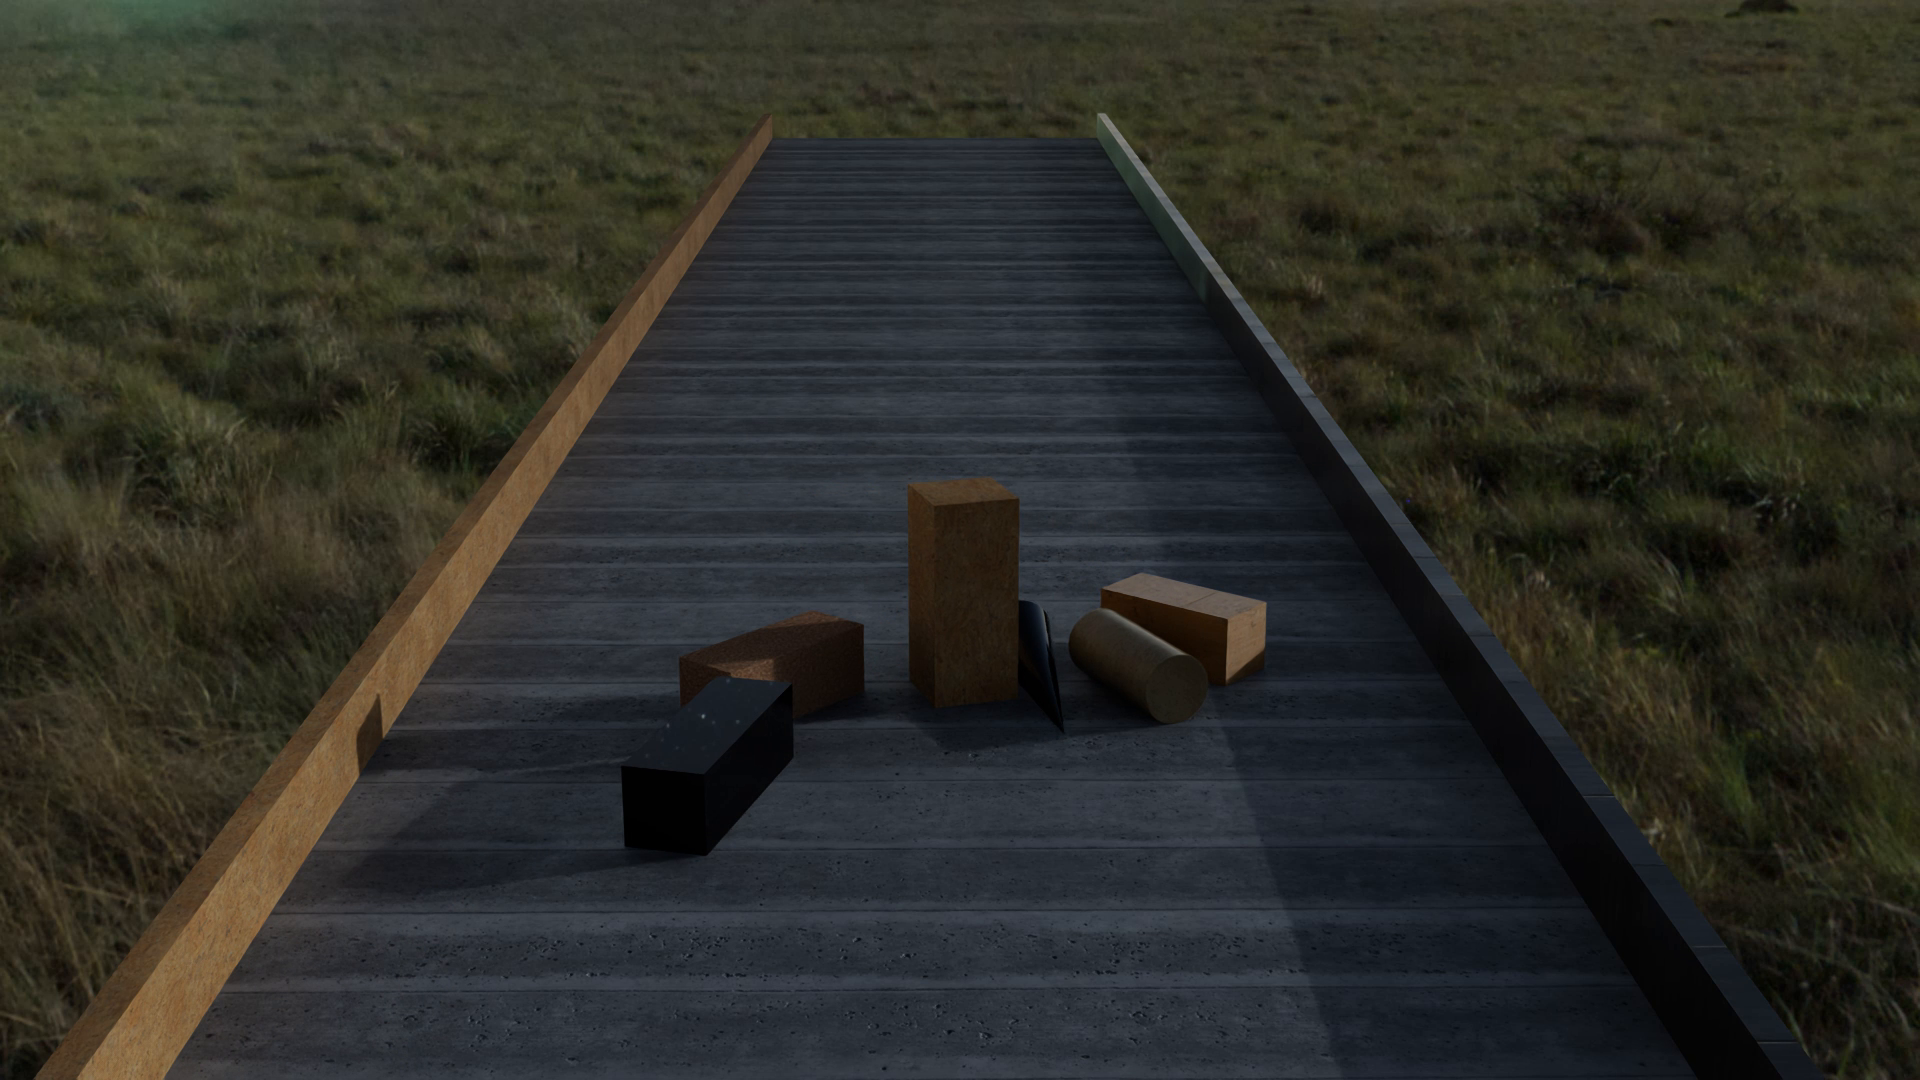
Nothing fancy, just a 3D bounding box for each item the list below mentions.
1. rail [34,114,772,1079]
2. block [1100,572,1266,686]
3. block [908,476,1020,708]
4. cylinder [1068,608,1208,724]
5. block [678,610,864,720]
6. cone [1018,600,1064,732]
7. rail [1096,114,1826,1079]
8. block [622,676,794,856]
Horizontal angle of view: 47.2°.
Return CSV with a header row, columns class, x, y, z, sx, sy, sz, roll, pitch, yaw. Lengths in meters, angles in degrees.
class,x,y,z,sx,sy,sz,roll,pitch,yaw
rail,-1.118,-0.838,7.780,0.050,0.150,12.000,0,17,-1
block,0.444,0.176,4.393,0.302,0.138,0.138,13,21,38
block,0.005,0.098,4.201,0.167,0.396,0.167,-5,17,-17
cylinder,0.337,0.237,4.194,0.134,0.134,0.303,-8,18,-24
block,-0.350,0.253,4.138,0.136,0.136,0.354,13,21,38
cone,0.153,0.268,4.206,0.136,0.136,0.402,-3,27,-11
rail,0.932,-0.844,7.801,0.050,0.150,12.000,0,17,-1
block,-0.419,0.374,3.721,0.141,0.141,0.431,4,17,14
